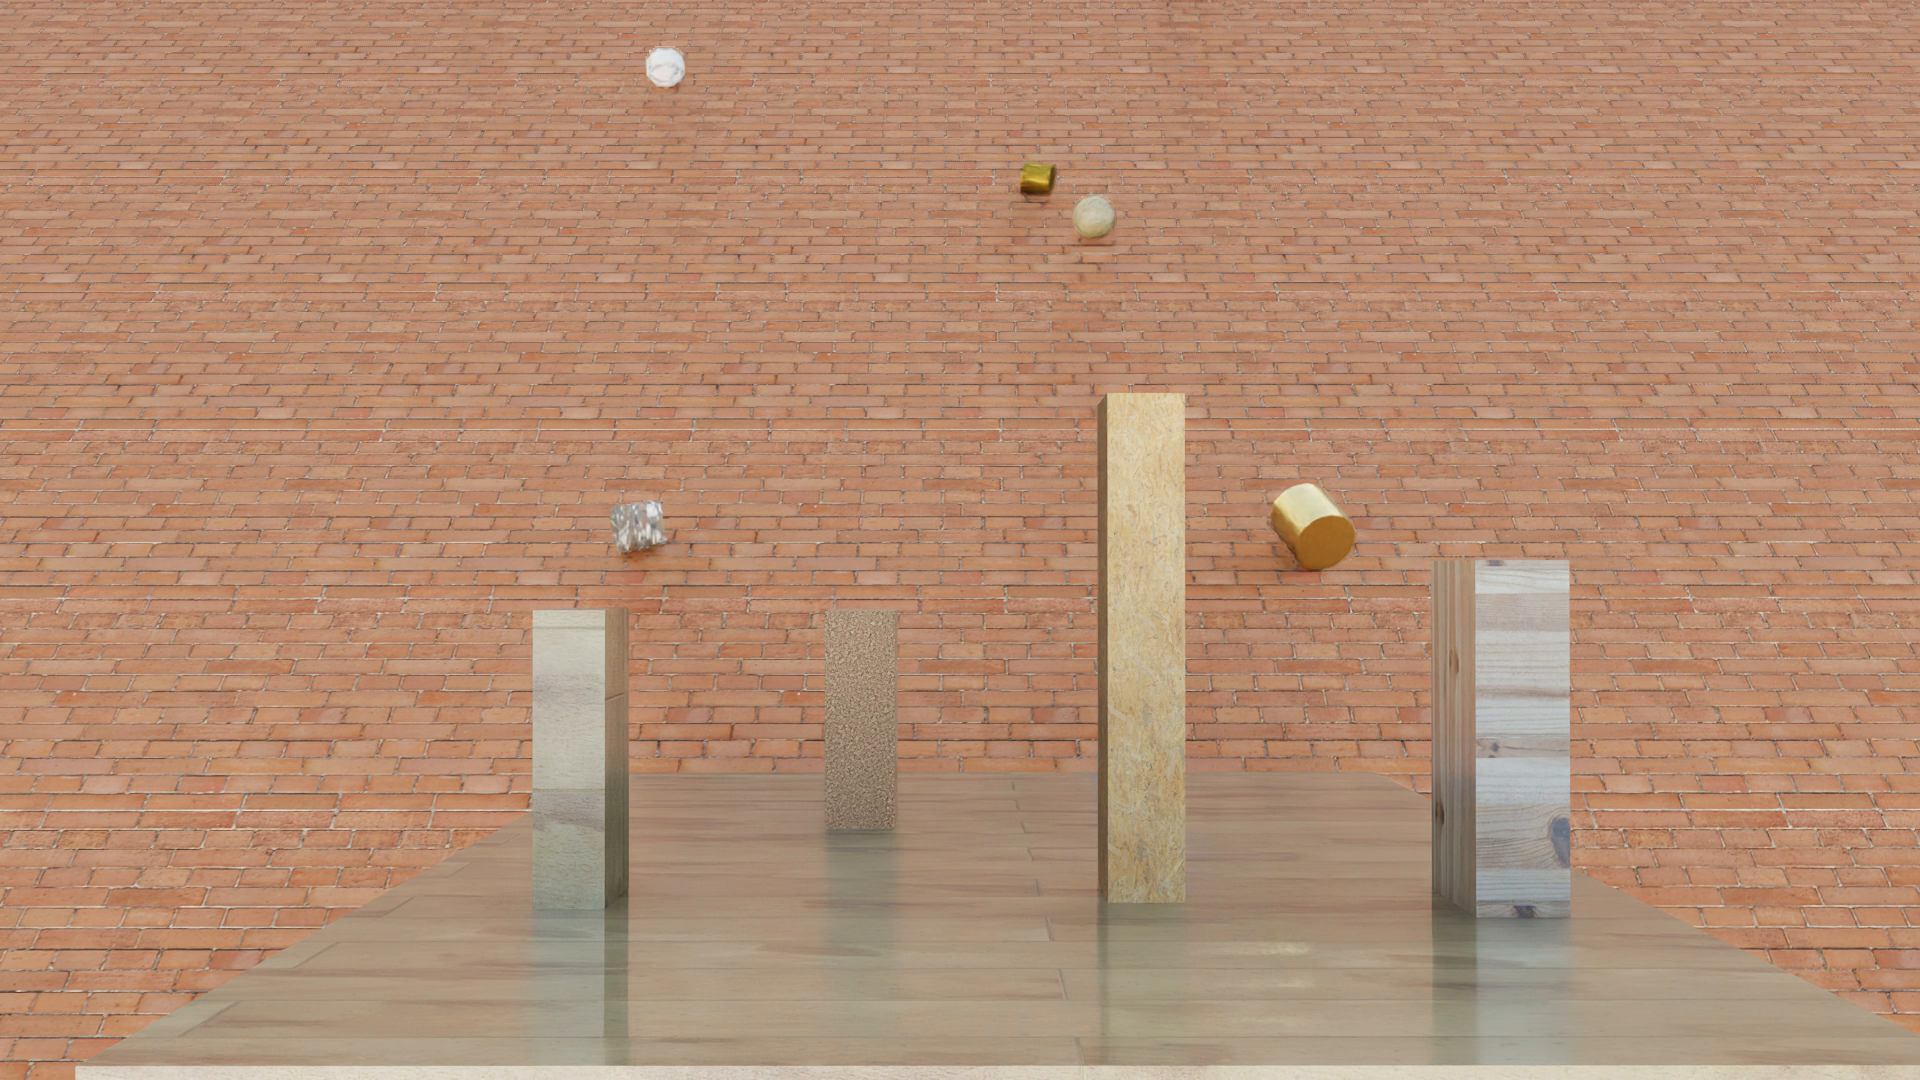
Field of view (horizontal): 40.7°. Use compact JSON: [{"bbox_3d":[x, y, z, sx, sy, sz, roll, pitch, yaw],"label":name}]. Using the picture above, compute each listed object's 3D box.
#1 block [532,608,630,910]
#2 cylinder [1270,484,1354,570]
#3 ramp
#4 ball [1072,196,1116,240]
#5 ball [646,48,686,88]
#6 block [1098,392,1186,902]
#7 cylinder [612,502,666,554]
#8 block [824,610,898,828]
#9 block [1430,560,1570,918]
[{"bbox_3d":[-0.602,0.340,4.132,0.111,0.460,0.293,0,-1,0],"label":"block"},{"bbox_3d":[1.048,-0.039,7.724,0.189,0.189,0.189,-10,33,-15],"label":"cylinder"},{"bbox_3d":[0.071,0.626,4.718,2.000,0.100,4.000,0,-1,0],"label":"ramp"},{"bbox_3d":[0.497,-1.194,9.605,0.157,0.157,0.157,0,32,0],"label":"ball"},{"bbox_3d":[-1.234,-1.978,10.854,0.164,0.164,0.164,0,32,0],"label":"ball"},{"bbox_3d":[0.292,0.171,4.209,0.121,0.799,0.292,0,-1,0],"label":"block"},{"bbox_3d":[-0.965,-0.037,7.771,0.137,0.137,0.137,-10,33,-15],"label":"cylinder"},{"bbox_3d":[-0.203,0.365,5.376,0.141,0.439,0.281,0,-1,0],"label":"block"},{"bbox_3d":[0.844,0.300,4.070,0.141,0.536,0.366,0,-1,0],"label":"block"}]
